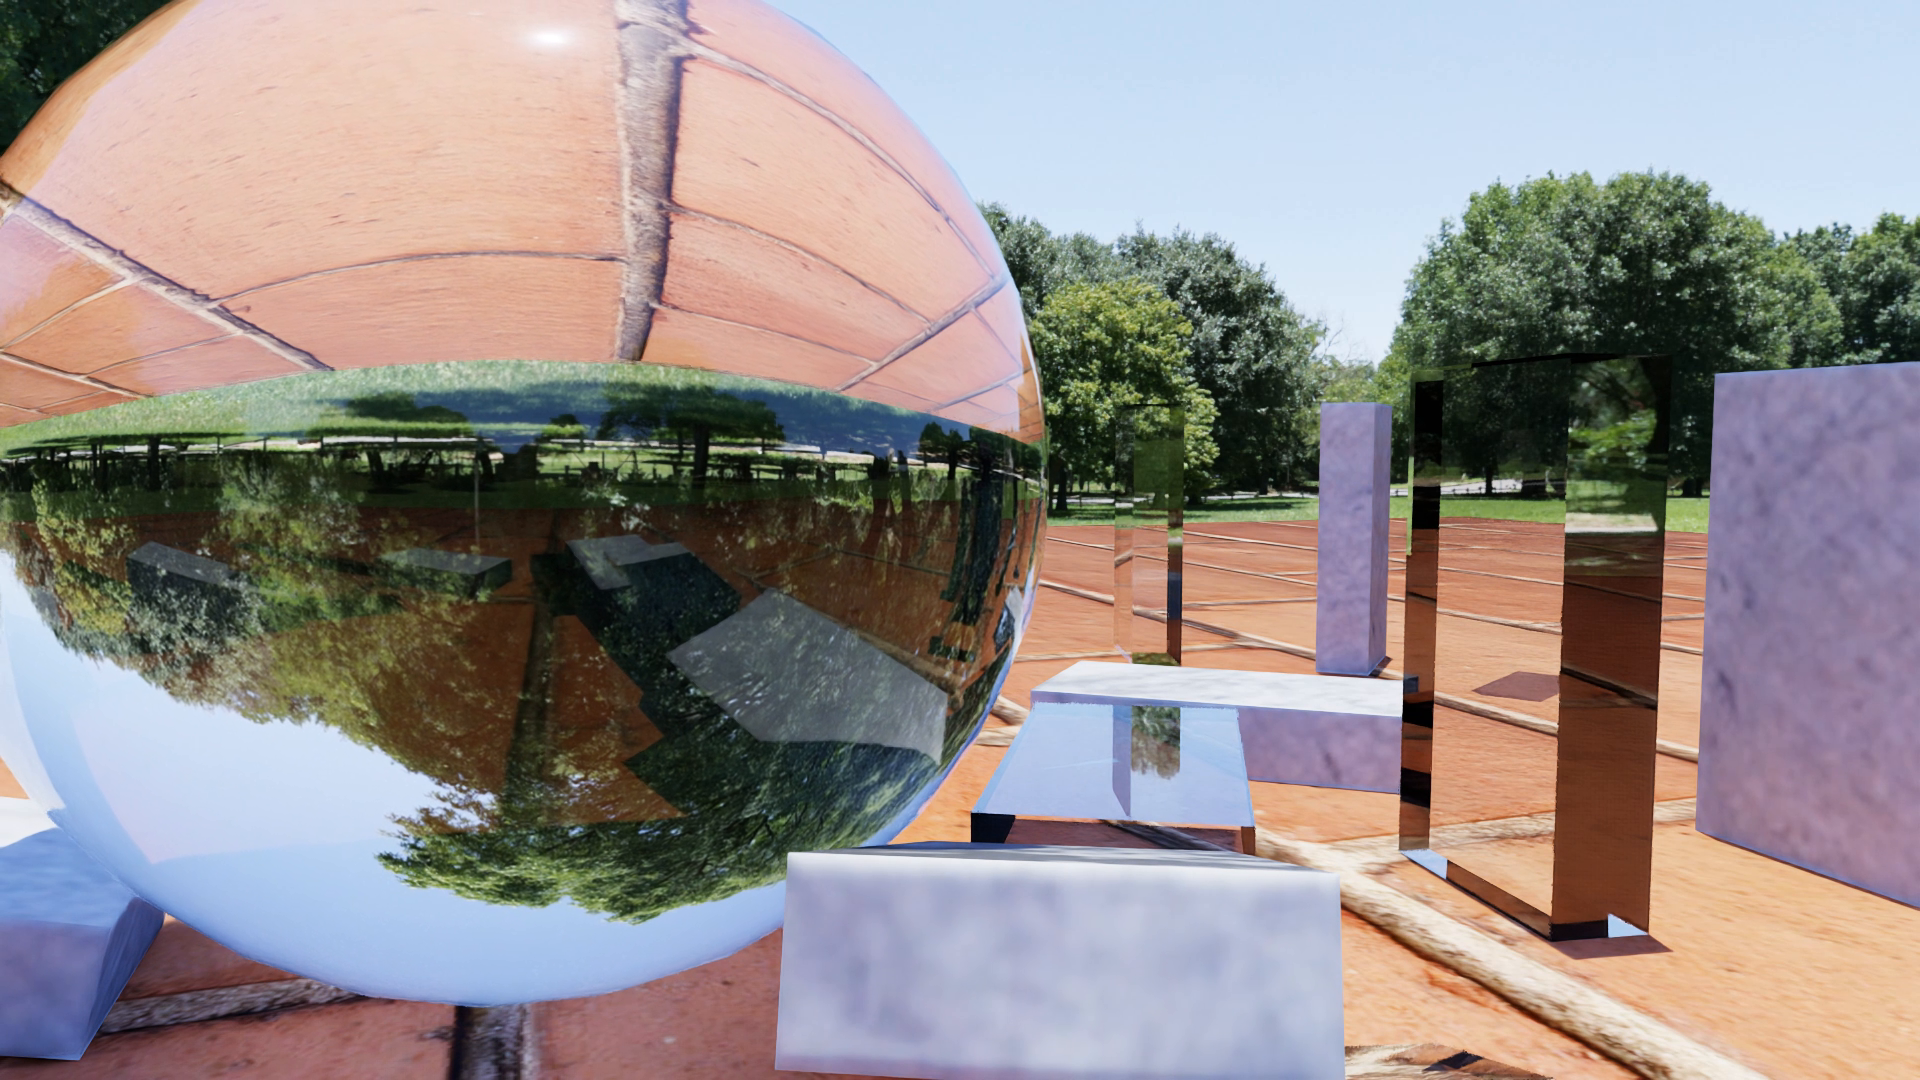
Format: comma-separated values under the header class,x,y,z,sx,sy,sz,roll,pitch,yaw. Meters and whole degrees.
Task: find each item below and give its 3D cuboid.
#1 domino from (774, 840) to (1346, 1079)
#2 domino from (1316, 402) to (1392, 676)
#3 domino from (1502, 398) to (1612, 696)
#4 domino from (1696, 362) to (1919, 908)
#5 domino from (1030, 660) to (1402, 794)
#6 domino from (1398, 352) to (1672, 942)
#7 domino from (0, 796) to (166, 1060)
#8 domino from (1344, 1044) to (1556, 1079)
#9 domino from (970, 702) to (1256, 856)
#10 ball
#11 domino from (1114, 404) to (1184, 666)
class,x,y,z,sx,sy,sz,roll,pitch,yaw
domino,0.007,0.025,0.082,0.025,0.010,0.050,1,-12,7
domino,0.076,-0.001,0.247,0.010,0.050,0.025,2,5,25
domino,0.106,0.001,0.227,0.010,0.050,0.025,4,6,40
domino,0.089,0.008,0.129,0.010,0.050,0.025,-1,4,-16
domino,0.037,0.025,0.176,0.050,0.009,0.025,2,5,21
domino,0.053,0.008,0.121,0.010,0.050,0.025,-1,4,-11
domino,-0.087,0.025,0.091,0.050,0.010,0.025,13,1,-21
domino,0.016,0.027,0.046,0.025,0.009,0.050,0,-14,-4
domino,0.018,0.028,0.138,0.025,0.010,0.050,1,4,10
ball,-0.033,-0.005,0.102,0.080,0.080,0.080,0,4,0
domino,0.037,-0.002,0.257,0.010,0.050,0.025,0,4,-1
